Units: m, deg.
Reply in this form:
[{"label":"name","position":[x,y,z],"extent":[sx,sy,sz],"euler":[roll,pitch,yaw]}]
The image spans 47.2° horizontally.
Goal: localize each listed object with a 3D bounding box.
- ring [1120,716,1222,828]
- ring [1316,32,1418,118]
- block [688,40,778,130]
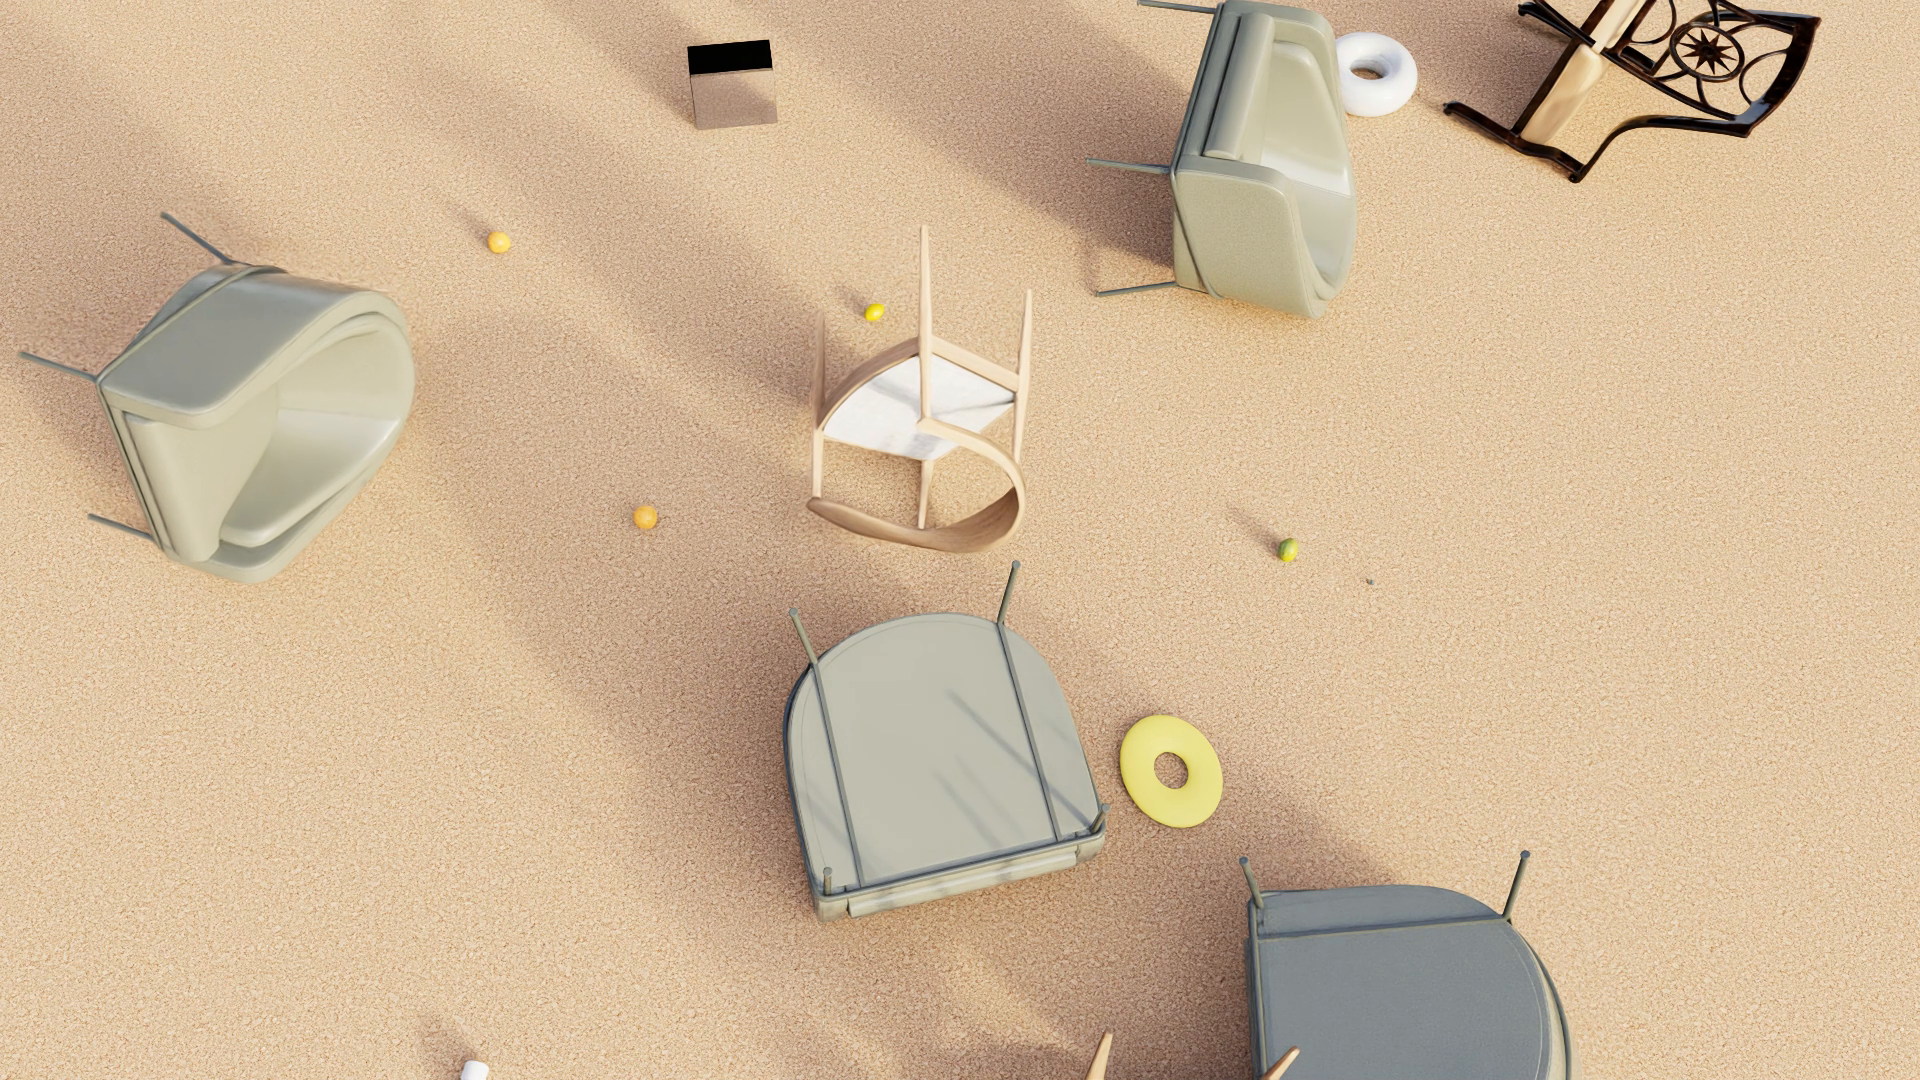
[{"label":"ring","position":[0.587,0.641,6.118],"extent":[0.277,0.044,0.358],"euler":[-14,57,-10]},{"label":"ring","position":[1.400,-1.604,7.571],"extent":[0.348,0.135,0.345],"euler":[2,57,0]},{"label":"block","position":[-0.770,-1.543,7.462],"extent":[0.278,0.245,0.150],"euler":[-6,56,-4]}]
